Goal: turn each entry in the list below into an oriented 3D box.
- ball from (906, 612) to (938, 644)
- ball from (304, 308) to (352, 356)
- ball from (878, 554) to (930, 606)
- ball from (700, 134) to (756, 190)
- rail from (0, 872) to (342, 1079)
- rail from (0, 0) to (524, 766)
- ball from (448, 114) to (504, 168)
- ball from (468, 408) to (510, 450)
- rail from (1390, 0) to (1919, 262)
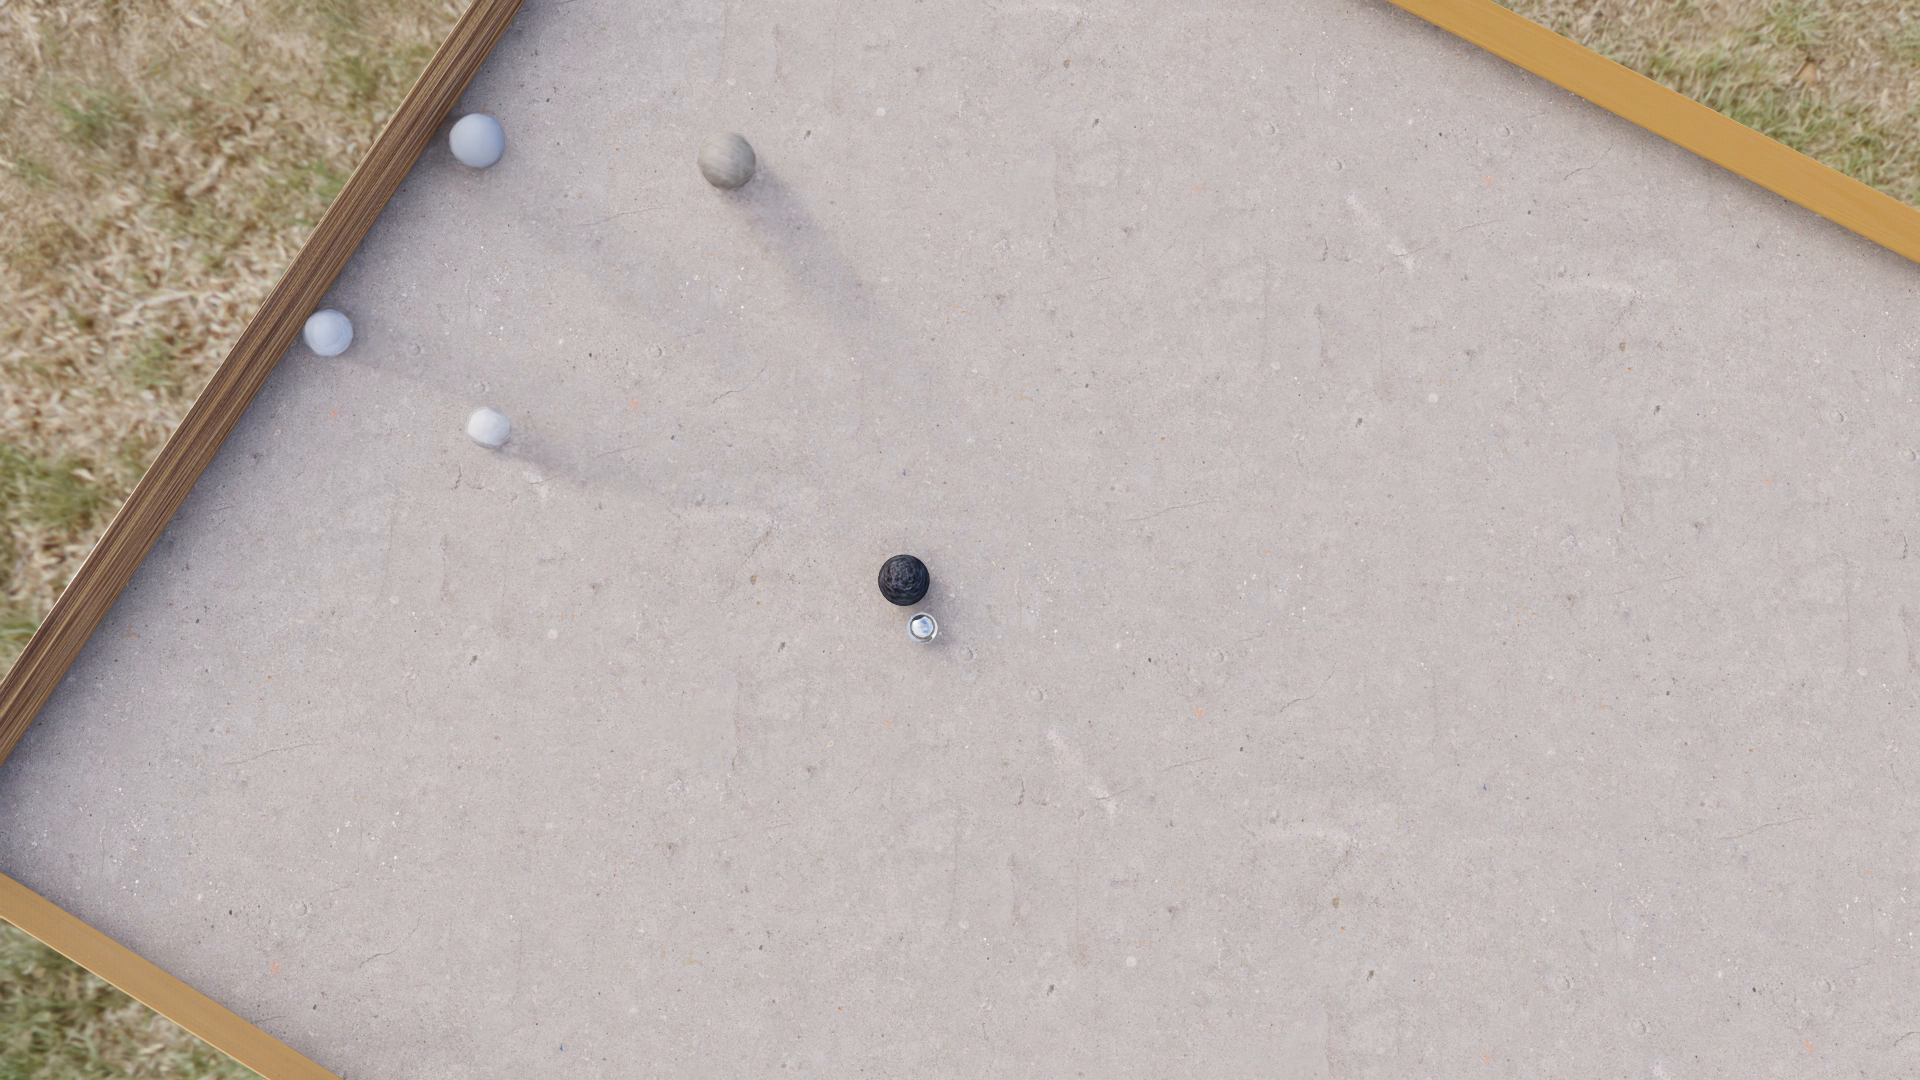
[{"bbox_3d":[-0.057,0.133,3.328,0.046,0.046,0.046,0,75,0],"label":"ball"},{"bbox_3d":[-0.987,-0.324,3.438,0.074,0.074,0.074,0,75,0],"label":"ball"},{"bbox_3d":[-0.085,0.061,3.331,0.079,0.079,0.079,0,75,0],"label":"ball"},{"bbox_3d":[-0.370,-0.603,3.506,0.089,0.089,0.089,0,75,0],"label":"ball"},{"bbox_3d":[0.397,1.482,2.923,4.413,0.116,0.045,29,77,7],"label":"rail"},{"bbox_3d":[-0.940,-0.518,3.468,0.045,0.116,2.344,29,77,7],"label":"rail"},{"bbox_3d":[-0.773,-0.638,3.517,0.086,0.086,0.086,0,75,0],"label":"ball"},{"bbox_3d":[-0.729,-0.172,3.402,0.064,0.064,0.064,0,75,0],"label":"ball"},{"bbox_3d":[1.525,-0.448,3.449,4.413,0.116,0.045,29,77,7],"label":"rail"}]
